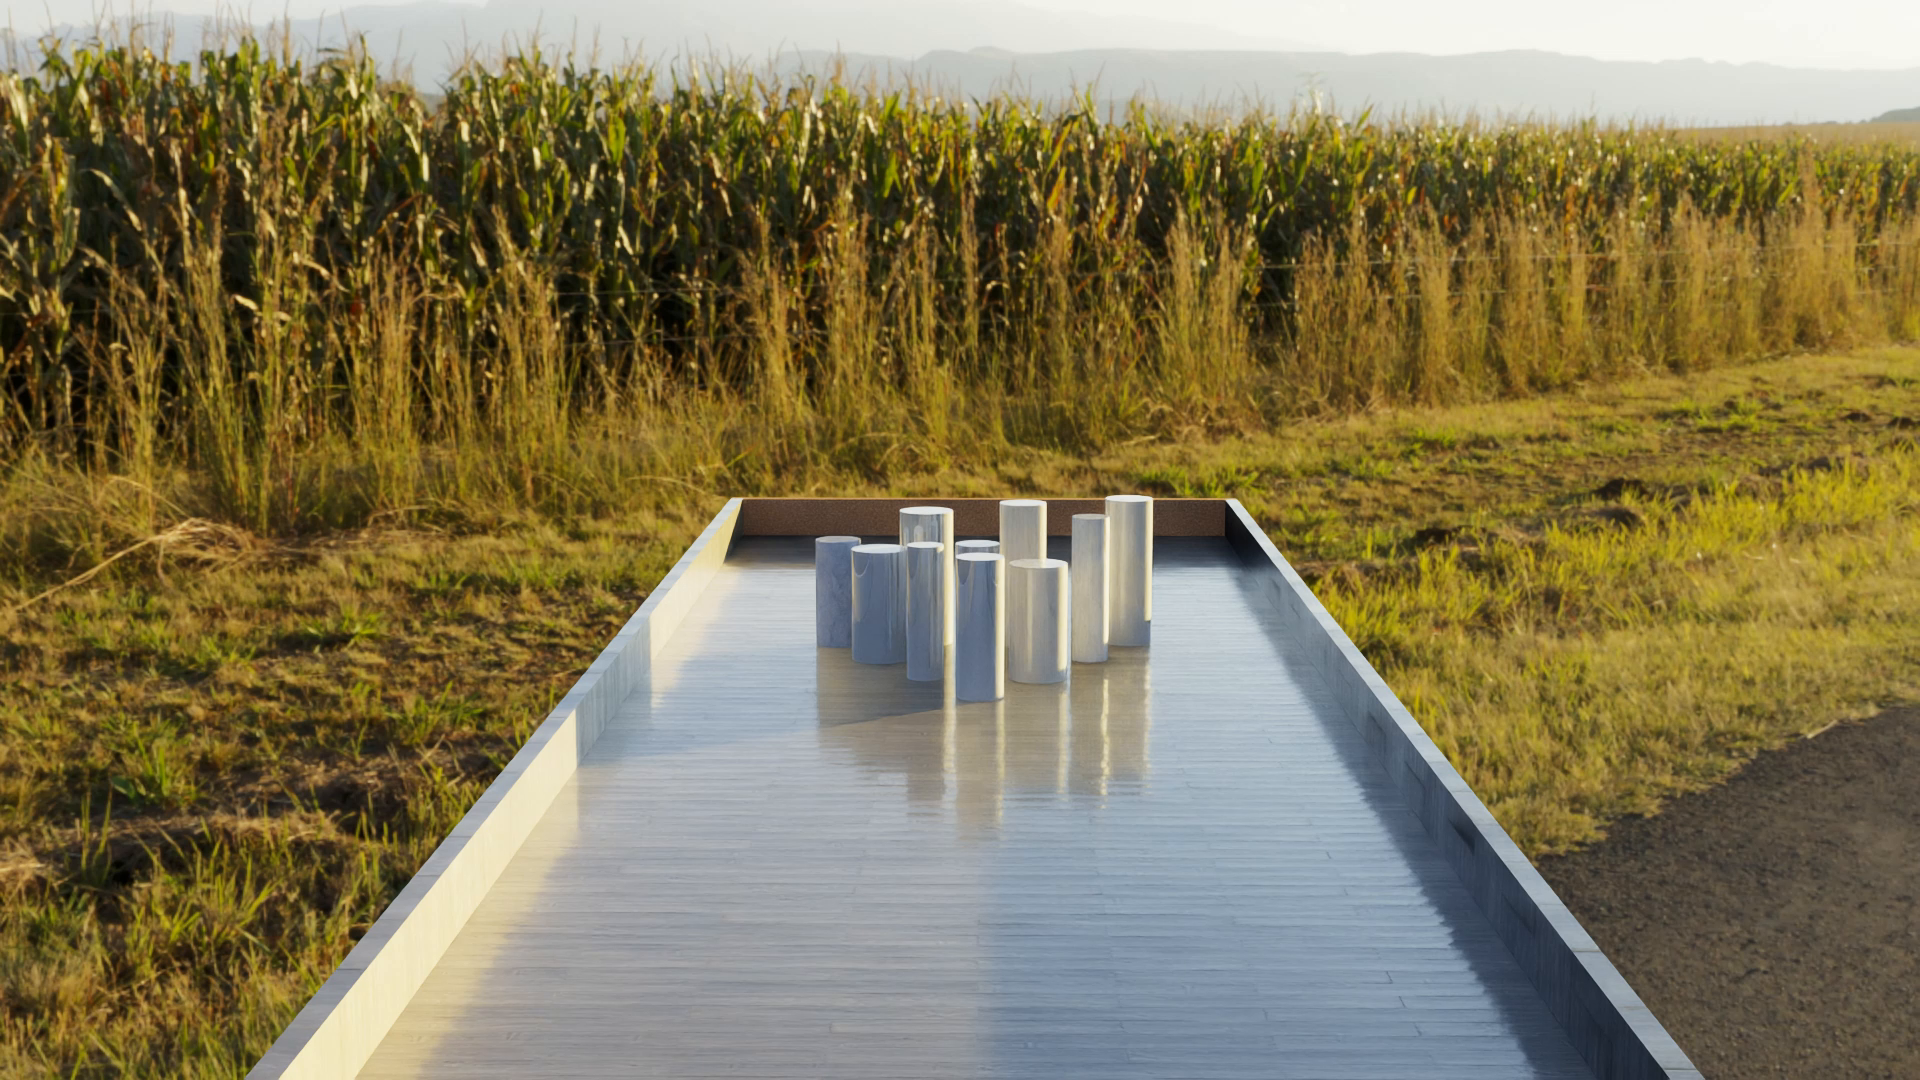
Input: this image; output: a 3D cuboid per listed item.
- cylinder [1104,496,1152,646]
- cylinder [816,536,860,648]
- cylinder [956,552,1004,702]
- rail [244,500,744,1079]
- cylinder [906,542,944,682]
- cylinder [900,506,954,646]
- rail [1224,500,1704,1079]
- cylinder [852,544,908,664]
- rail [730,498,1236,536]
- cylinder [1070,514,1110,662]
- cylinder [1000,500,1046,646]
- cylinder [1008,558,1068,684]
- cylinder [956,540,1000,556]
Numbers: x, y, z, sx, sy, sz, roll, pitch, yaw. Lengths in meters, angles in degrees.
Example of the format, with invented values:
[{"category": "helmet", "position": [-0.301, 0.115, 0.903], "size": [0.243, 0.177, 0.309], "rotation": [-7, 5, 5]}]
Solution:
[{"category": "cylinder", "position": [0.531, 0.096, 6.943], "size": [0.150, 0.458, 0.150], "rotation": [0, 9, 0]}, {"category": "cylinder", "position": [-0.383, 0.162, 6.922], "size": [0.142, 0.333, 0.142], "rotation": [0, 9, 0]}, {"category": "cylinder", "position": [0.056, 0.244, 6.193], "size": [0.137, 0.400, 0.137], "rotation": [0, 9, 0]}, {"category": "rail", "position": [-1.004, 0.839, 3.234], "size": [0.050, 0.150, 12.000], "rotation": [0, 9, 1]}, {"category": "cylinder", "position": [-0.102, 0.208, 6.436], "size": [0.108, 0.394, 0.108], "rotation": [0, 9, 0]}, {"category": "cylinder", "position": [-0.106, 0.114, 6.948], "size": [0.169, 0.420, 0.169], "rotation": [0, 9, 0]}, {"category": "rail", "position": [1.046, 0.843, 3.208], "size": [0.050, 0.150, 12.000], "rotation": [0, 9, 1]}, {"category": "cylinder", "position": [-0.243, 0.194, 6.703], "size": [0.174, 0.339, 0.174], "rotation": [0, 9, 0]}, {"category": "rail", "position": [0.099, -0.098, 9.147], "size": [2.100, 0.150, 0.050], "rotation": [0, 9, 1]}, {"category": "cylinder", "position": [0.395, 0.146, 6.688], "size": [0.114, 0.439, 0.114], "rotation": [0, 9, 0]}, {"category": "cylinder", "position": [0.197, 0.105, 6.912], "size": [0.147, 0.449, 0.147], "rotation": [0, 9, 0]}, {"category": "cylinder", "position": [0.229, 0.236, 6.437], "size": [0.171, 0.340, 0.171], "rotation": [0, 9, 0]}, {"category": "cylinder", "position": [0.053, 0.187, 6.689], "size": [0.134, 0.357, 0.134], "rotation": [0, 9, 0]}]
